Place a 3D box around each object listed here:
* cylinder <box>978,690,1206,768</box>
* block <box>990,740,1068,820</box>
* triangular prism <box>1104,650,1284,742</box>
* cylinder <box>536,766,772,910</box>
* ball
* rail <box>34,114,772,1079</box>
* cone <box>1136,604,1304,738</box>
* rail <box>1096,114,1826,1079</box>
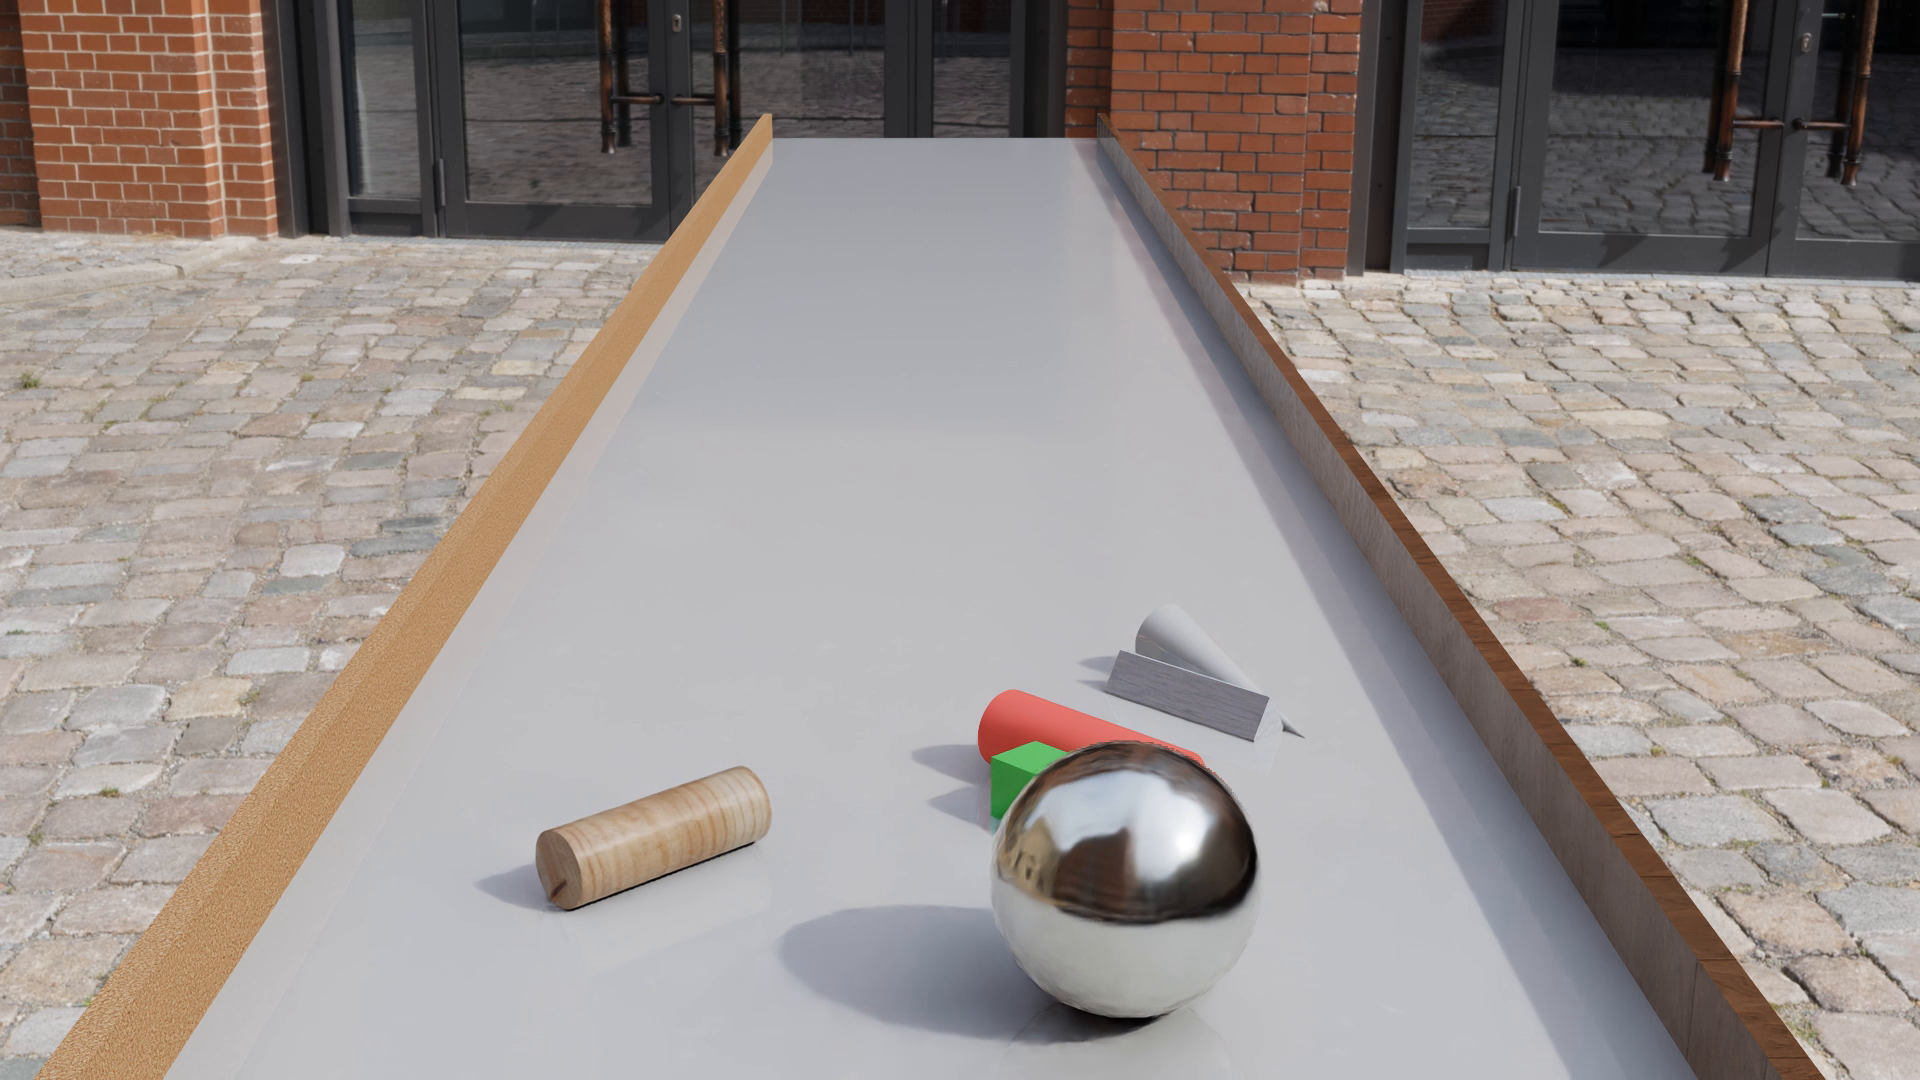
[{"bbox_3d":[0.220,0.372,3.732,0.140,0.140,0.401,-15,22,-42],"label":"cylinder"},{"bbox_3d":[0.217,0.438,3.570,0.105,0.105,0.366,-15,22,-42],"label":"block"},{"bbox_3d":[0.437,0.284,4.132,0.087,0.076,0.363,-15,22,-42],"label":"triangular prism"},{"bbox_3d":[-0.477,0.463,3.449,0.365,0.125,0.125,-15,22,-42],"label":"cylinder"},{"bbox_3d":[0.226,0.464,3.010,0.374,0.374,0.374,0,17,0],"label":"ball"},{"bbox_3d":[-1.118,-0.838,7.780,0.050,0.150,12.000,0,17,-1],"label":"rail"},{"bbox_3d":[0.518,0.276,4.177,0.140,0.140,0.447,-10,28,-30],"label":"cone"},{"bbox_3d":[0.932,-0.844,7.801,0.050,0.150,12.000,0,17,-1],"label":"rail"}]
